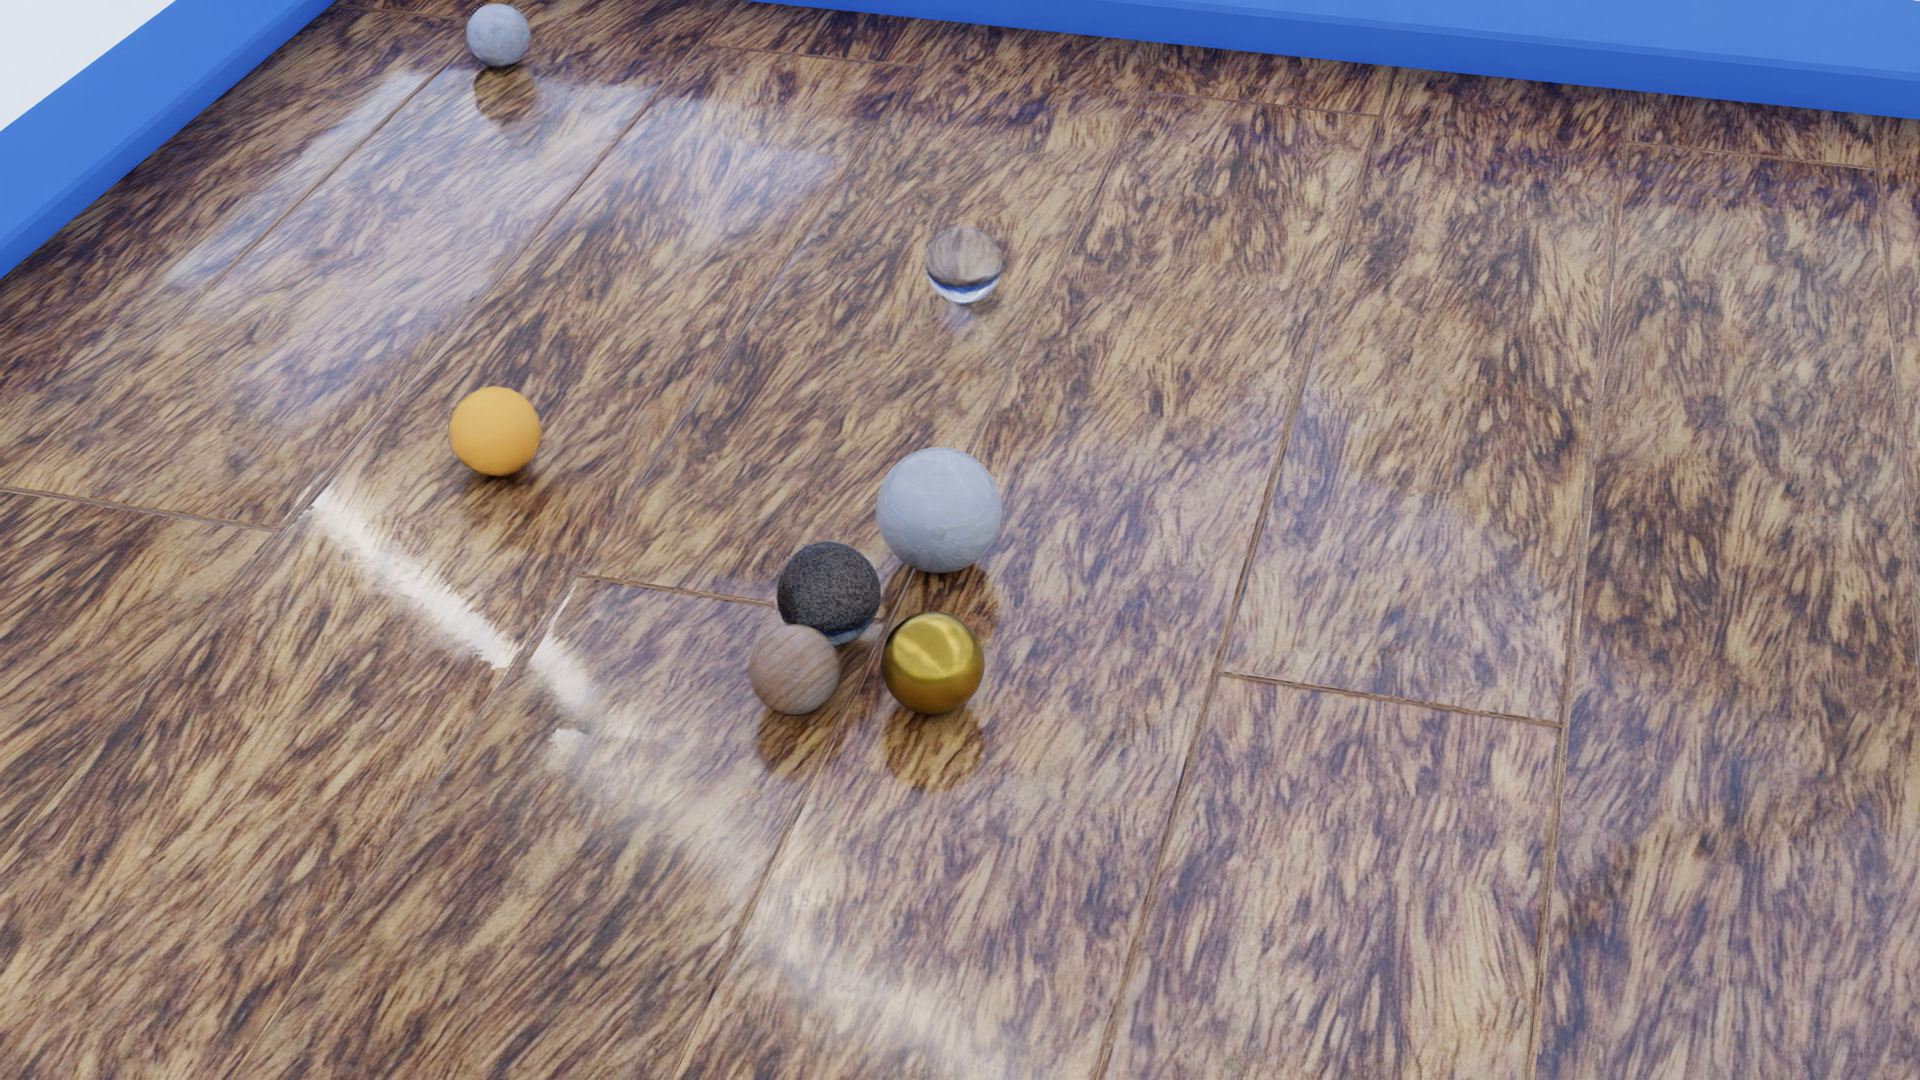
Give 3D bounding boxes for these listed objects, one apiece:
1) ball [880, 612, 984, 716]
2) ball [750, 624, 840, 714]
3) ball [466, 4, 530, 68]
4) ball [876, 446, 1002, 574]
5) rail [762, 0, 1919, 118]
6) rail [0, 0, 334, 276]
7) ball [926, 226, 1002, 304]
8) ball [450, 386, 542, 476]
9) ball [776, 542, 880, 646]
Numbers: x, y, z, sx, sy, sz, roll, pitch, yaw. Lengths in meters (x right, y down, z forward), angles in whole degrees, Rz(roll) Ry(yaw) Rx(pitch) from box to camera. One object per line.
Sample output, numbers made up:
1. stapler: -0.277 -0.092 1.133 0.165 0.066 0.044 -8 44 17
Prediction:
1. ball: -0.019 0.088 1.824 0.074 0.074 0.074 0 34 0
2. ball: -0.117 0.092 1.826 0.065 0.065 0.065 0 34 0
3. ball: -0.498 -0.545 2.769 0.068 0.068 0.068 0 34 0
4. ball: -0.016 -0.023 1.967 0.097 0.097 0.097 0 34 0
5. rail: 1.218 -0.447 2.570 3.948 0.126 0.045 8 35 12
6. rail: -0.932 -0.157 2.138 0.045 0.126 2.135 8 35 12
7. ball: 0.004 -0.249 2.329 0.069 0.069 0.069 0 34 0
8. ball: -0.377 -0.088 2.085 0.073 0.073 0.073 0 34 0
9. ball: -0.097 0.040 1.891 0.077 0.077 0.077 0 34 0
